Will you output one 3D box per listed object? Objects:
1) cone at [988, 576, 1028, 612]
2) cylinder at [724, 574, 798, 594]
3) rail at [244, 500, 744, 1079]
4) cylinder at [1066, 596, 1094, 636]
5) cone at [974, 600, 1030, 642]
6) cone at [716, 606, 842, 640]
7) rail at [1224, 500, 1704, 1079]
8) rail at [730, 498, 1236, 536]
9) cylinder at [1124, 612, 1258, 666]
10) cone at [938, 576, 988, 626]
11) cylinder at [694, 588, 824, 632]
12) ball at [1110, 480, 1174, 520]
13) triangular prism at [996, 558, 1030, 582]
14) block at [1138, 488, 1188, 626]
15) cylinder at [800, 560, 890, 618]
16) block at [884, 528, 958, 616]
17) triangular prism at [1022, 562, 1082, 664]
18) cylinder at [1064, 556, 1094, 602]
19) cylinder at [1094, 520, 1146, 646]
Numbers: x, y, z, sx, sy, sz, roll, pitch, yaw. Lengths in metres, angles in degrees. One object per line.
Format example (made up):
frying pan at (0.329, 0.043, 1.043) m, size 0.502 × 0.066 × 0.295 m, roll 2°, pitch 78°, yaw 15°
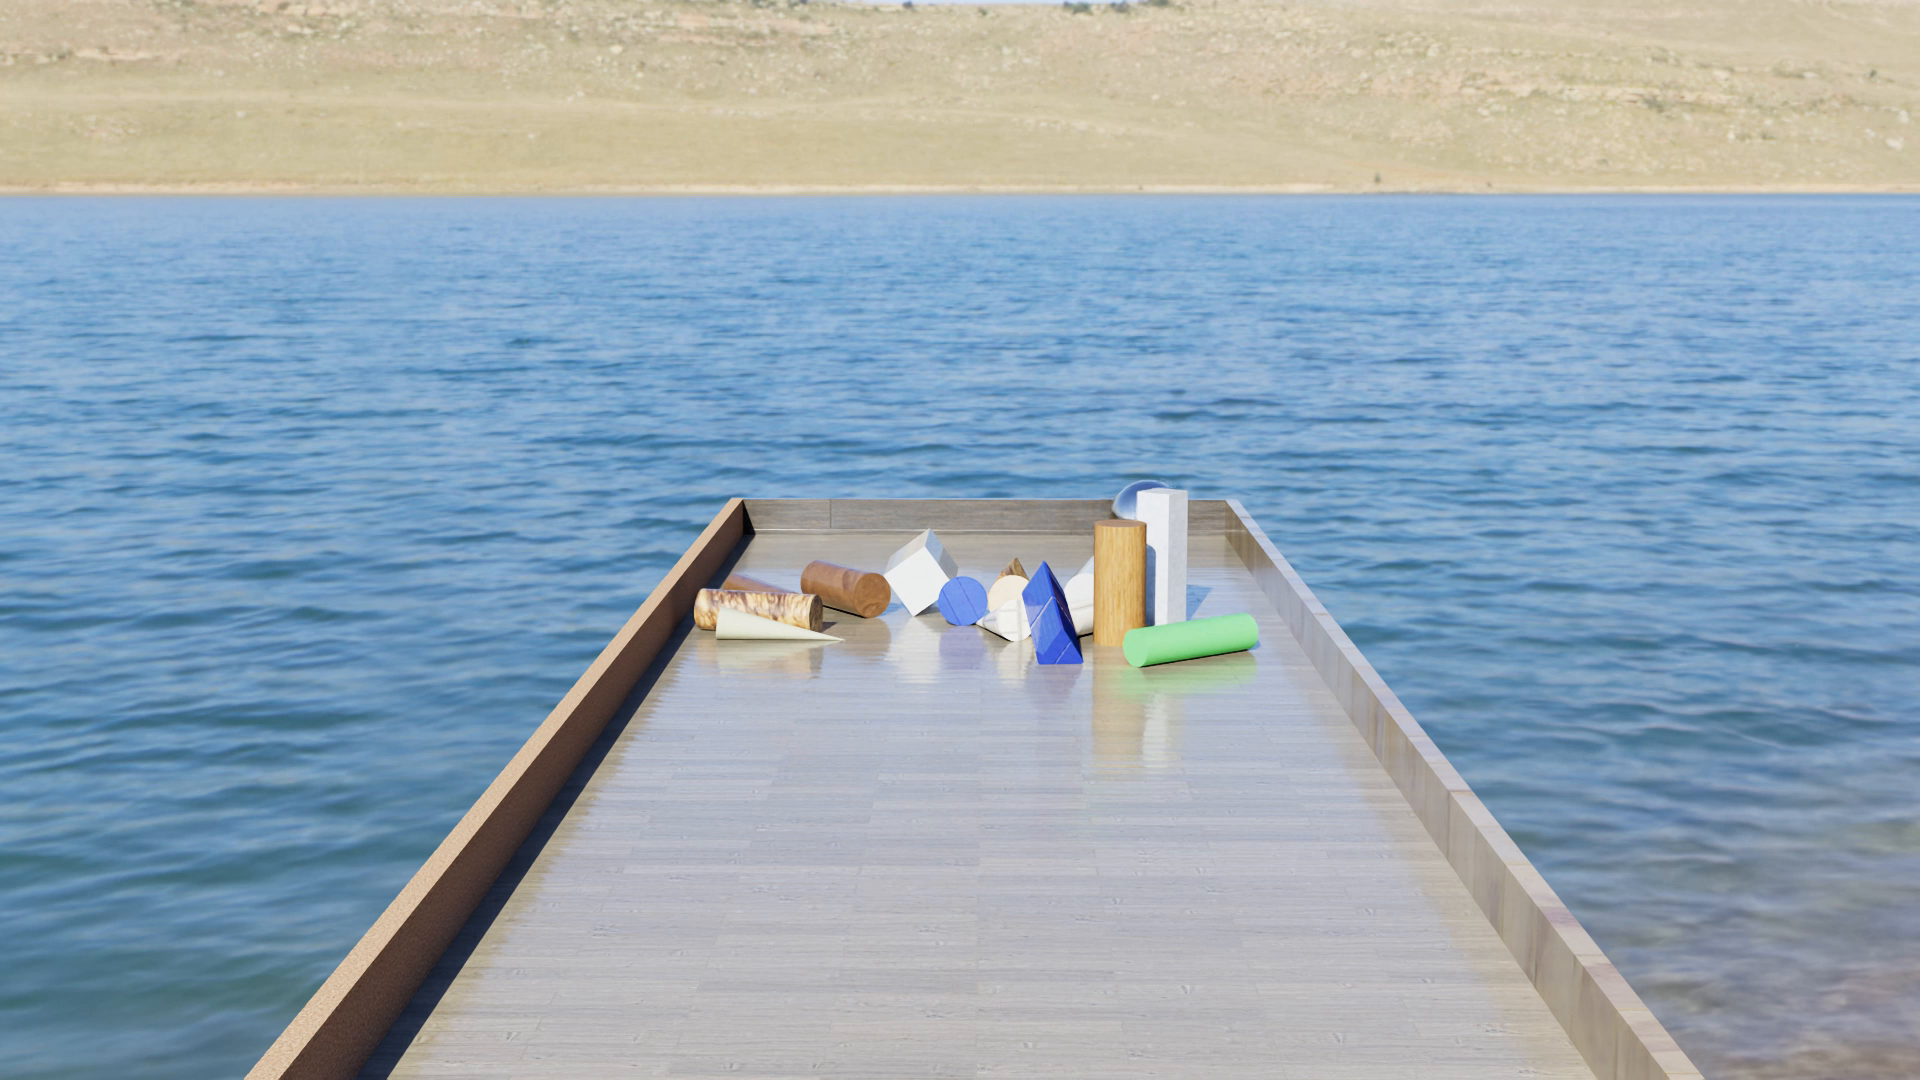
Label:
cone at (0.235, 0.212, 7.406) m, size 0.168 × 0.168 × 0.394 m, roll 3°, pitch -3°, yaw 19°
cylinder at (-0.659, 0.196, 7.441) m, size 0.104 × 0.104 × 0.446 m, roll -5°, pitch 10°, yaw -30°
rail at (-1.004, 0.839, 3.234) m, size 0.050 × 0.150 × 12.000 m, roll 0°, pitch 9°, yaw 1°
cylinder at (0.438, 0.240, 7.133) m, size 0.114 × 0.114 × 0.391 m, roll 8°, pitch 12°, yaw 40°
cone at (0.112, 0.265, 7.128) m, size 0.132 × 0.132 × 0.316 m, roll -4°, pitch -2°, yaw -25°
cone at (-0.565, 0.291, 7.004) m, size 0.408 × 0.107 × 0.107 m, roll 8°, pitch 9°, yaw 1°
rail at (1.046, 0.843, 3.208) m, size 0.050 × 0.150 × 12.000 m, roll 0°, pitch 9°, yaw 1°
rail at (0.099, -0.098, 9.147) m, size 2.100 × 0.150 × 0.050 m, roll 0°, pitch 9°, yaw 1°
cylinder at (0.708, 0.304, 6.725) m, size 0.446 × 0.115 × 0.115 m, roll -6°, pitch 11°, yaw -35°
cone at (0.013, 0.208, 7.439) m, size 0.163 × 0.163 × 0.415 m, roll 0°, pitch -2°, yaw 1°
cylinder at (-0.650, 0.234, 7.111) m, size 0.394 × 0.134 × 0.134 m, roll 3°, pitch 9°, yaw 16°
ball at (0.737, -0.088, 8.609) m, size 0.299 × 0.299 × 0.299 m, roll 0°, pitch 9°, yaw 0°
triangular prism at (0.175, 0.135, 7.820) m, size 0.116 × 0.101 × 0.301 m, roll 2°, pitch 9°, yaw 10°
block at (0.660, 0.062, 7.188) m, size 0.119 × 0.447 × 0.119 m, roll 7°, pitch 11°, yaw 36°
cylinder at (-0.391, 0.164, 7.487) m, size 0.152 × 0.152 × 0.335 m, roll -6°, pitch 11°, yaw -35°
block at (-0.131, 0.107, 7.567) m, size 0.171 × 0.171 × 0.404 m, roll -35°, pitch 6°, yaw 7°
triangular prism at (0.285, 0.219, 6.812) m, size 0.136 × 0.117 × 0.446 m, roll -1°, pitch 27°, yaw -5°
cylinder at (0.461, 0.158, 7.500) m, size 0.160 × 0.160 × 0.412 m, roll 2°, pitch 9°, yaw 11°
cylinder at (0.505, 0.134, 6.951) m, size 0.166 × 0.379 × 0.166 m, roll 0°, pitch 9°, yaw 0°
